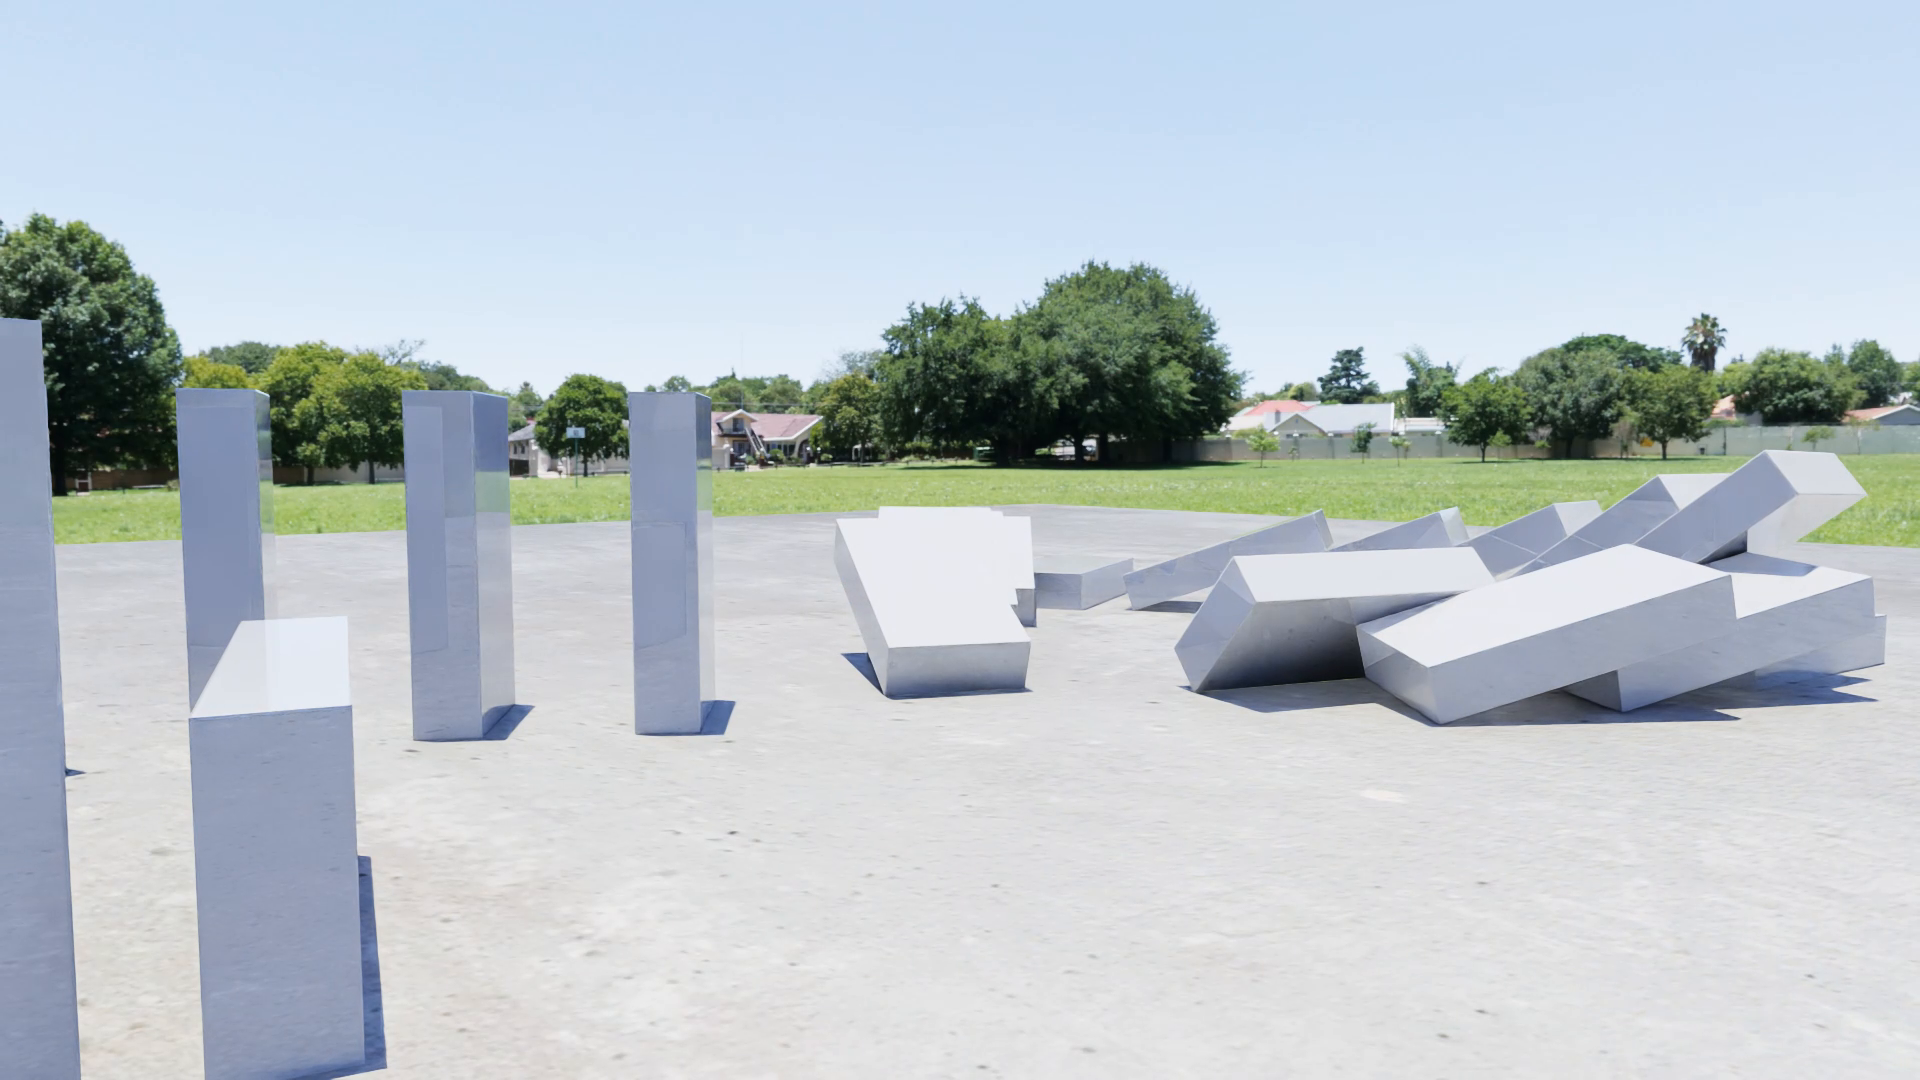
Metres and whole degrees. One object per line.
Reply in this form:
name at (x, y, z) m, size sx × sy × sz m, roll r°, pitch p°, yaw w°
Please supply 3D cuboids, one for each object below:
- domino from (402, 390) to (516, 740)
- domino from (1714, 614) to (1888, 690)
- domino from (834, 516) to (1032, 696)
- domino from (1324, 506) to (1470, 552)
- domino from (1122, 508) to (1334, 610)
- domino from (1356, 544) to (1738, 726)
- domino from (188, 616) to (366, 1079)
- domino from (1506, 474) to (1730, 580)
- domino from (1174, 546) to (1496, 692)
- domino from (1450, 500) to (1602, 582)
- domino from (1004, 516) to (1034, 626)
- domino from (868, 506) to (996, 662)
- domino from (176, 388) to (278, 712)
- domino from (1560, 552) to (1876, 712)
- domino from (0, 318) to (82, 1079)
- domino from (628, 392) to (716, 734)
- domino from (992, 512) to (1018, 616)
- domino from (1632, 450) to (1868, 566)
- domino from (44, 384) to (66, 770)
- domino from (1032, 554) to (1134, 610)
domino at (-0.076, 0.003, 0.195) m, size 0.009 × 0.050 × 0.025 m, roll -1°, pitch 4°, yaw -9°
domino at (0.152, 0.019, 0.246) m, size 0.050 × 0.009 × 0.025 m, roll -3°, pitch 5°, yaw -33°
domino at (-0.007, 0.011, 0.240) m, size 0.025 × 0.010 × 0.050 m, roll -1°, pitch 27°, yaw -16°
domino at (0.097, 0.005, 0.315) m, size 0.050 × 0.009 × 0.025 m, roll -22°, pitch -8°, yaw 29°
domino at (0.069, 0.005, 0.330) m, size 0.050 × 0.009 × 0.025 m, roll -19°, pitch -3°, yaw 21°
domino at (0.094, 0.014, 0.207) m, size 0.050 × 0.009 × 0.025 m, roll -16°, pitch 12°, yaw -5°
domino at (-0.056, 0.022, 0.108) m, size 0.010 × 0.025 × 0.050 m, roll -2°, pitch 5°, yaw -26°
domino at (0.133, 0.004, 0.264) m, size 0.025 × 0.009 × 0.050 m, roll -3°, pitch -30°, yaw -31°
domino at (0.065, 0.014, 0.223) m, size 0.050 × 0.009 × 0.025 m, roll -2°, pitch -40°, yaw -22°
domino at (0.118, 0.006, 0.291) m, size 0.025 × 0.009 × 0.050 m, roll -4°, pitch -19°, yaw -45°
domino at (0.006, 0.007, 0.323) m, size 0.025 × 0.010 × 0.050 m, roll 0°, pitch 20°, yaw 2°
domino at (-0.005, 0.008, 0.268) m, size 0.025 × 0.009 × 0.050 m, roll 1°, pitch 27°, yaw -1°
domino at (-0.106, 0.003, 0.187) m, size 0.009 × 0.050 × 0.025 m, roll -2°, pitch 5°, yaw -24°
domino at (0.124, 0.015, 0.219) m, size 0.050 × 0.009 × 0.025 m, roll -15°, pitch 12°, yaw -12°
domino at (-0.065, 0.012, 0.071) m, size 0.009 × 0.050 × 0.025 m, roll 2°, pitch 5°, yaw 23°
domino at (-0.044, 0.003, 0.199) m, size 0.010 × 0.050 × 0.025 m, roll 0°, pitch 4°, yaw -6°
domino at (-0.001, 0.008, 0.293) m, size 0.025 × 0.009 × 0.050 m, roll 0°, pitch 24°, yaw -2°
domino at (0.140, 0.002, 0.243) m, size 0.025 × 0.009 × 0.050 m, roll -1°, pitch -34°, yaw -32°
domino at (-0.130, 0.005, 0.167) m, size 0.025 × 0.050 × 0.009 m, roll 2°, pitch 5°, yaw 28°
domino at (0.029, 0.011, 0.355) m, size 0.025 × 0.009 × 0.050 m, roll 2°, pitch 5°, yaw 23°
